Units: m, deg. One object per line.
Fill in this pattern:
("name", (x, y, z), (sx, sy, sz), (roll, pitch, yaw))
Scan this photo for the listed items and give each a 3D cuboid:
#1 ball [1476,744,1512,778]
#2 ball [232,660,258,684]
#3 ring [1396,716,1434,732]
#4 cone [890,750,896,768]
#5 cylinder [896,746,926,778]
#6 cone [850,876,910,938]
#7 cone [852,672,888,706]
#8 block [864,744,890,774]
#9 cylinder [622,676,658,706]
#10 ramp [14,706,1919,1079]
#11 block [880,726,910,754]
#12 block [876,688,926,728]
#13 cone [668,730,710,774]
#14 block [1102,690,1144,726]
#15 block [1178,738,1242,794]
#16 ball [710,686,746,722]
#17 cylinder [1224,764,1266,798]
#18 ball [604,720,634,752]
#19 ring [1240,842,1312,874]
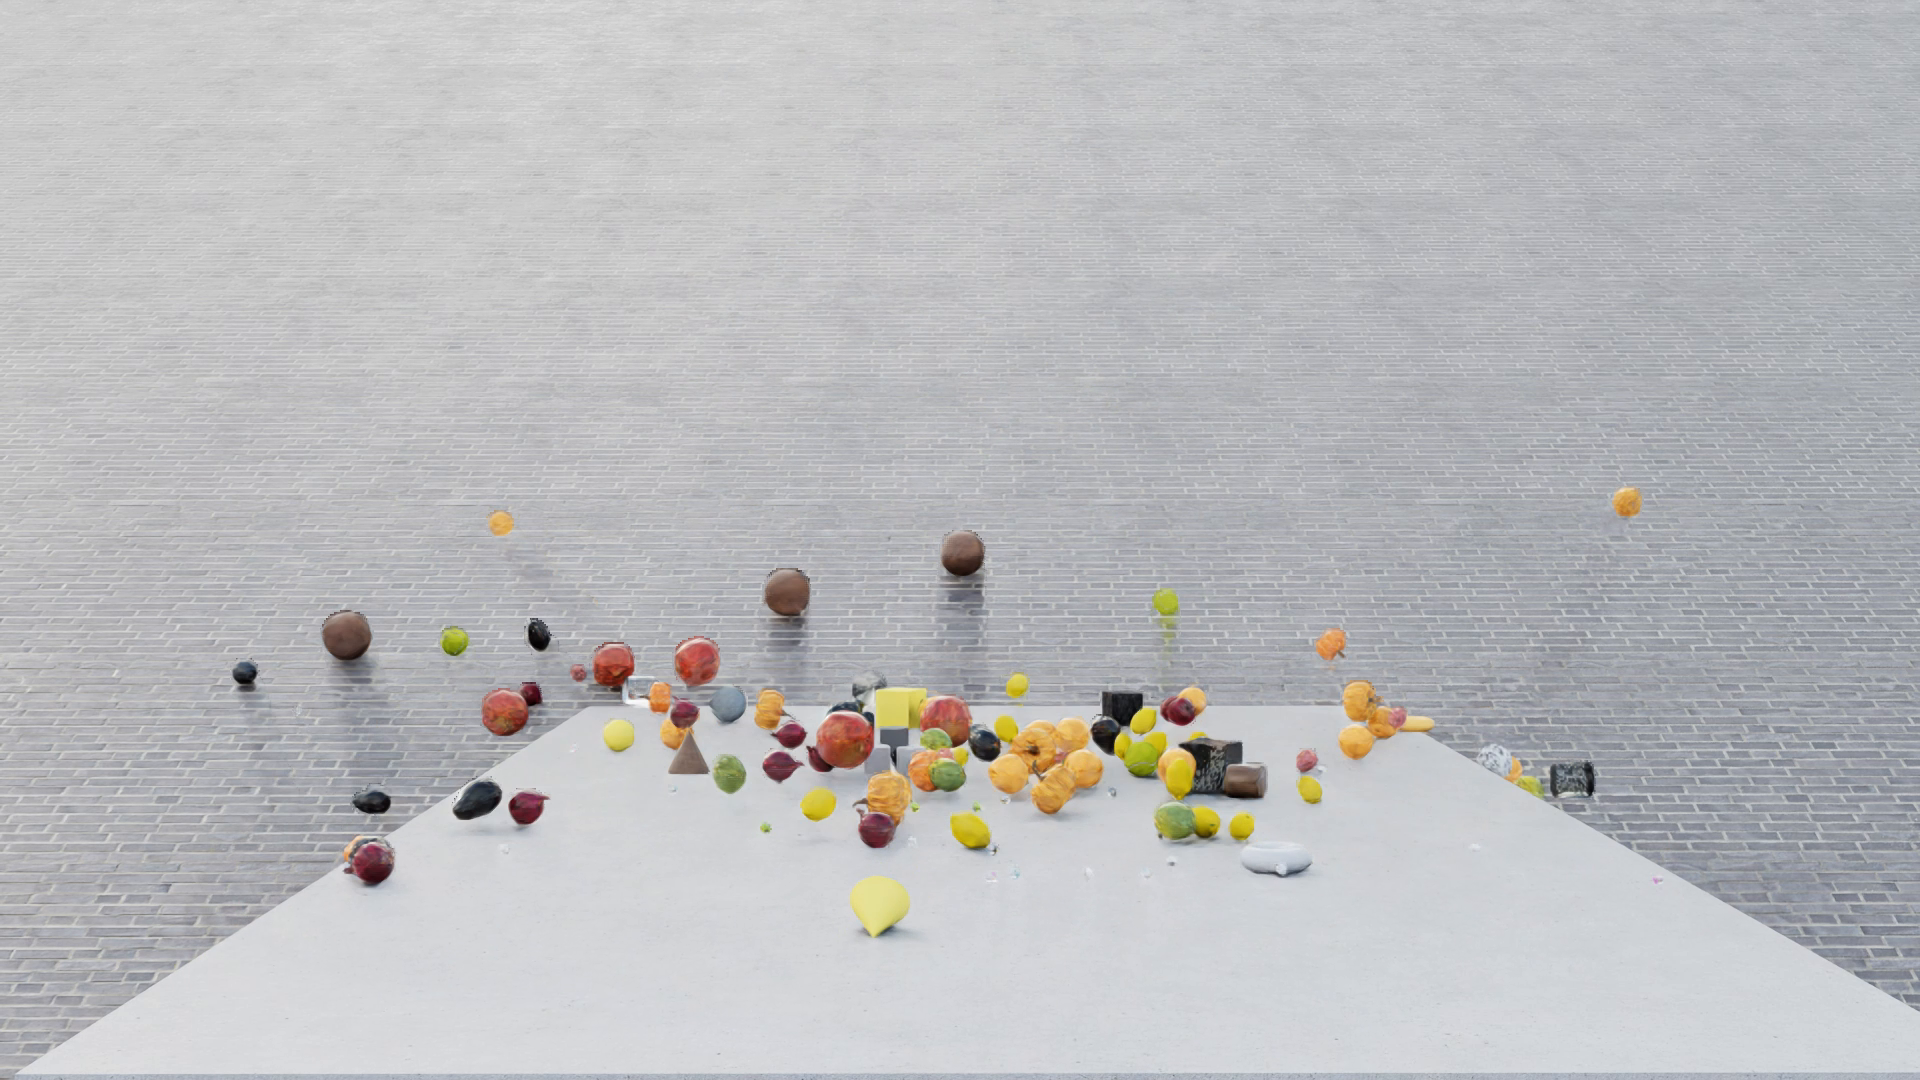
("ball", (1.127, 0.470, 5.438), (0.076, 0.076, 0.076), (0, 26, 0))
("ball", (-1.900, 0.351, 6.847), (0.066, 0.066, 0.066), (0, 26, 0))
("ring", (1.050, 0.424, 5.945), (0.088, 0.029, 0.088), (-1, 3, 0))
("cone", (-0.116, 0.450, 5.101), (0.055, 0.055, 0.055), (3, 29, 6))
("cylinder", (-0.096, 0.435, 5.052), (0.057, 0.057, 0.057), (0, 2, 0))
("cone", (-0.108, 0.491, 3.342), (0.079, 0.079, 0.079), (2, 28, 4))
("cone", (-0.230, 0.385, 6.697), (0.094, 0.094, 0.094), (-4, -4, -8))
("block", (-0.165, 0.436, 5.124), (0.052, 0.052, 0.052), (0, 2, -4))
("cylinder", (-0.815, 0.384, 6.578), (0.076, 0.076, 0.076), (4, 23, -19))
("ramp", (0.058, 0.526, 4.564), (2.000, 0.100, 4.000), (0, 2, 0))
("block", (-0.138, 0.423, 5.399), (0.062, 0.062, 0.062), (0, 2, -2))
("block", (-0.138, 0.393, 6.036), (0.087, 0.087, 0.087), (1, 2, 27))
("cone", (-0.539, 0.418, 5.127), (0.086, 0.086, 0.086), (0, 2, 0))
("block", (0.384, 0.397, 6.080), (0.076, 0.076, 0.076), (0, 2, -13))
("block", (0.469, 0.424, 4.822), (0.091, 0.091, 0.091), (1, 2, 29))
("ball", (-0.552, 0.392, 6.149), (0.085, 0.085, 0.085), (0, 26, 0))
("cylinder", (0.522, 0.441, 4.716), (0.062, 0.062, 0.062), (1, 24, 23))
("ball", (-0.729, 0.418, 5.511), (0.067, 0.067, 0.067), (0, 26, 0))
("ring", (0.475, 0.477, 3.875), (0.109, 0.036, 0.109), (-1, 2, 0))
